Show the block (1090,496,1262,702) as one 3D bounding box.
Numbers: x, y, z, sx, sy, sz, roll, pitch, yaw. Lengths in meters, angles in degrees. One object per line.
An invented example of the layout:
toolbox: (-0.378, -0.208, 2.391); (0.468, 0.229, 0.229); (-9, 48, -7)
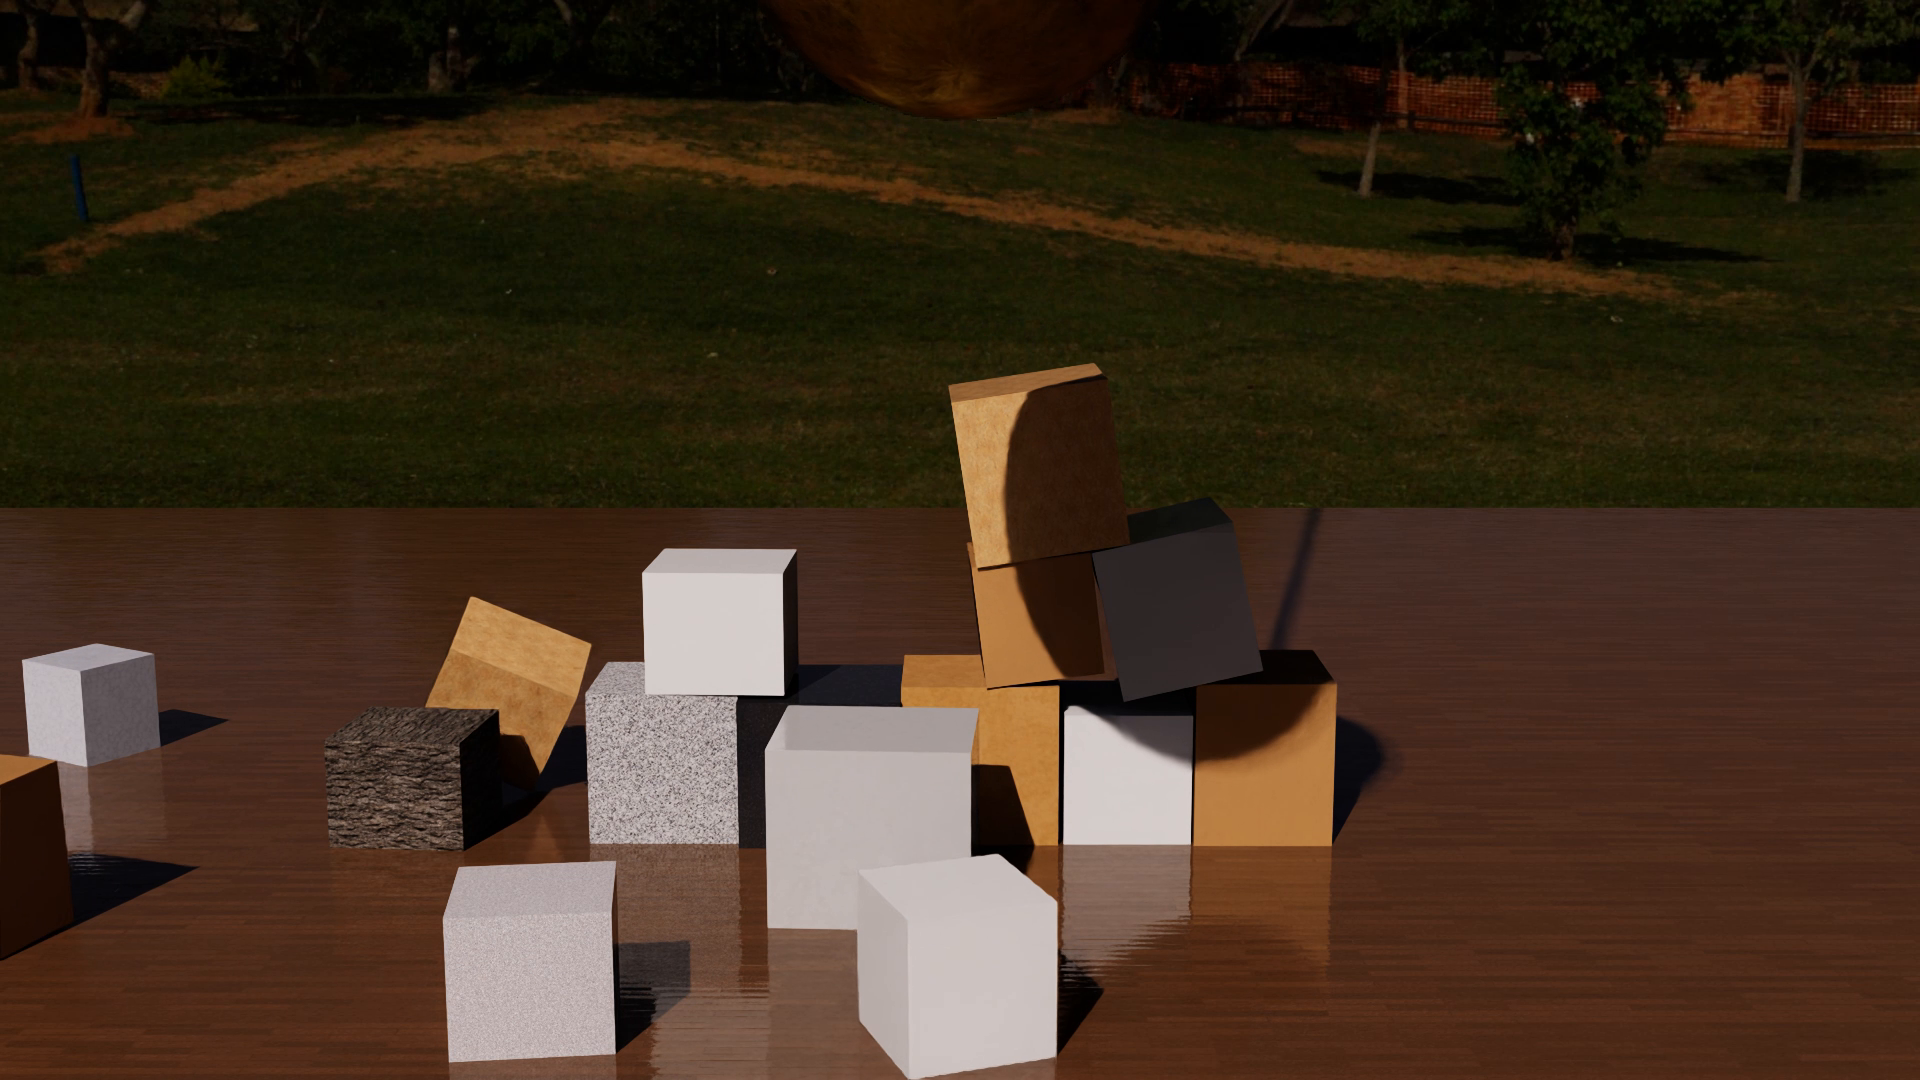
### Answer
block: (1.063, 0.288, 11.244); (0.709, 0.768, 0.805); (-13, 10, 0)

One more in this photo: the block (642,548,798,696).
block: (-1.211, 0.410, 11.236); (0.695, 0.618, 0.657); (0, 10, 2)

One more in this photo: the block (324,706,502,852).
block: (-2.797, 1.218, 11.307); (0.691, 0.557, 0.667); (1, 10, 5)

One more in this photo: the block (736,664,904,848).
block: (-0.702, 1.106, 11.374); (0.816, 0.754, 0.811); (0, 10, 0)

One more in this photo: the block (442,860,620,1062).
block: (-1.693, 1.668, 8.769); (0.635, 0.581, 0.612); (-1, 10, -7)

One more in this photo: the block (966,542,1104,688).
block: (0.378, 0.339, 11.207); (0.593, 0.617, 0.671); (-7, 10, -1)

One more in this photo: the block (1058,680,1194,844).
block: (0.844, 1.143, 11.407); (0.643, 0.670, 0.728); (0, 10, 0)

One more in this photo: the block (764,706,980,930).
block: (-0.388, 1.277, 10.216); (0.919, 0.831, 0.786); (1, 10, 3)

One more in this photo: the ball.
ball: (0.000, -2.205, 7.273); (1.600, 1.600, 1.600); (0, 10, 0)

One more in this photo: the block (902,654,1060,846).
block: (0.101, 1.074, 11.365); (0.789, 0.820, 0.700); (0, 10, 0)

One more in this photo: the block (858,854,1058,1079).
block: (-0.018, 1.663, 8.654); (0.606, 0.631, 0.619); (-4, 11, -20)

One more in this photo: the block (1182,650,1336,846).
block: (1.526, 1.063, 11.380); (0.697, 0.838, 0.756); (0, 10, 0)

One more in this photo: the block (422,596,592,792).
block: (-2.511, 0.843, 12.039); (0.712, 0.662, 0.591); (23, 24, -12)

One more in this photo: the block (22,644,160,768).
block: (-5.040, 0.951, 12.768); (0.517, 0.560, 0.502); (6, 12, 31)

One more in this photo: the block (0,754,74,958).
block: (-4.458, 1.399, 9.679); (0.717, 0.758, 0.659); (4, 13, 19)

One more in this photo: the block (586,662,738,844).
block: (-1.491, 1.091, 11.393); (0.761, 0.777, 0.693); (0, 10, 0)

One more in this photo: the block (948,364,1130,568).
block: (0.388, -0.390, 11.096); (0.766, 0.824, 0.775); (-9, 10, 0)
